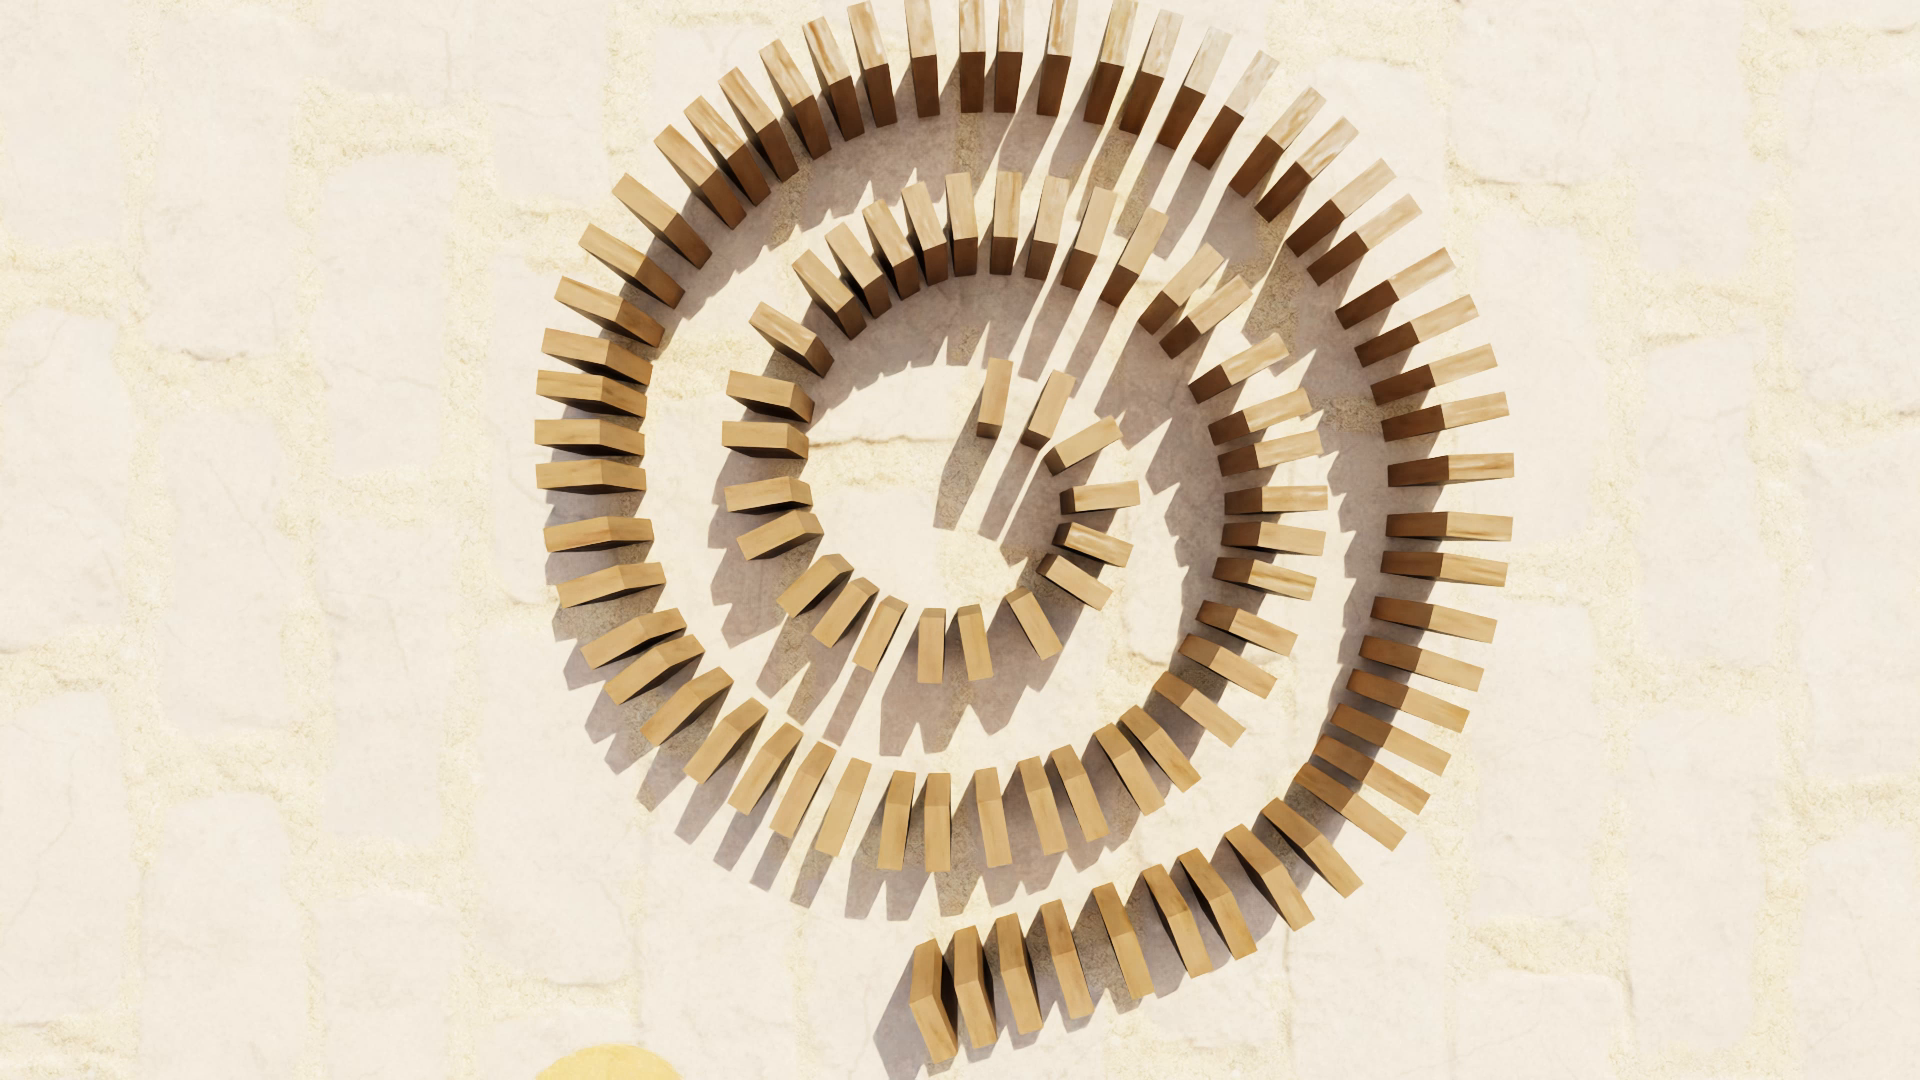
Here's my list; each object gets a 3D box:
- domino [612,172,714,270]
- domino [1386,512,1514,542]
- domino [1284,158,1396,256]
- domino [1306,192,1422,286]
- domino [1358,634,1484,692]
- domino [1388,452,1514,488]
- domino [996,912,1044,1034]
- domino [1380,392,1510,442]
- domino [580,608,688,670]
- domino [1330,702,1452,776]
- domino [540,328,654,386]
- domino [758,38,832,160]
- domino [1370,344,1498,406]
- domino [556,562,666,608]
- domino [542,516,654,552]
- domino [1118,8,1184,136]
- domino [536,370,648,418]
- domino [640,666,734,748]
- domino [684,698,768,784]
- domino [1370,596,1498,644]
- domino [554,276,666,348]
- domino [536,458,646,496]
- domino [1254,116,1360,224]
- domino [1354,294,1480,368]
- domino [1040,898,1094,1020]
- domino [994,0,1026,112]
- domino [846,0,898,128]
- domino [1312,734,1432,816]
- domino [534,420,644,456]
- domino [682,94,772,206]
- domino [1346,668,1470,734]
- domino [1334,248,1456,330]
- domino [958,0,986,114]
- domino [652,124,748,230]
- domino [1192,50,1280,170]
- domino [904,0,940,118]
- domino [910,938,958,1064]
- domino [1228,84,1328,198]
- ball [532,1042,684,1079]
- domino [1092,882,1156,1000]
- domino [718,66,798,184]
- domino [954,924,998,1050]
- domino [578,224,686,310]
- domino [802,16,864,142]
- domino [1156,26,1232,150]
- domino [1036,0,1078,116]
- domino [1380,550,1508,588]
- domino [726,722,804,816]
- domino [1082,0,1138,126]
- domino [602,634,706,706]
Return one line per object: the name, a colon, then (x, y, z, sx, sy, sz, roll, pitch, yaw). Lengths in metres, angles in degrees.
domino: (-0.121, -0.129, 0.375, 0.025, 0.050, 0.009, 38, 90, 0)
domino: (0.199, -0.005, 0.375, 0.025, 0.050, 0.009, 5, 90, 0)
domino: (0.154, -0.135, 0.375, 0.025, 0.050, 0.009, -39, 90, 0)
domino: (0.164, -0.122, 0.375, 0.025, 0.050, 0.009, -35, 90, 0)
domino: (0.187, 0.050, 0.375, 0.025, 0.050, 0.010, 18, 90, 0)
domino: (0.199, -0.028, 0.375, 0.025, 0.050, 0.009, -2, 90, 0)
domino: (0.024, 0.176, 0.375, 0.009, 0.050, 0.025, -17, 90, 0)
domino: (0.197, -0.050, 0.375, 0.025, 0.050, 0.010, -11, 90, 0)
domino: (-0.132, 0.040, 0.375, 0.025, 0.050, 0.009, -29, 90, 0)
domino: (0.175, 0.081, 0.375, 0.025, 0.050, 0.010, 26, 90, 0)
domino: (-0.147, -0.074, 0.375, 0.025, 0.050, 0.010, 11, 90, 0)
domino: (-0.067, -0.179, 0.375, 0.010, 0.050, 0.025, -32, 90, 0)
domino: (0.192, -0.067, 0.375, 0.025, 0.050, 0.010, -18, 90, 0)
domino: (-0.141, 0.018, 0.375, 0.025, 0.050, 0.010, -18, 90, 0)
domino: (-0.146, -0.002, 0.375, 0.025, 0.050, 0.009, -11, 90, 0)
domino: (0.077, -0.190, 0.375, 0.010, 0.050, 0.025, 17, 90, 0)
domino: (-0.149, -0.059, 0.375, 0.025, 0.050, 0.010, 6, 90, 0)
domino: (-0.111, 0.067, 0.375, 0.010, 0.050, 0.025, 45, 90, 0)
domino: (-0.095, 0.081, 0.375, 0.009, 0.050, 0.025, 38, 90, 0)
domino: (0.192, 0.032, 0.375, 0.025, 0.050, 0.009, 14, 90, 0)
domino: (-0.142, -0.092, 0.375, 0.025, 0.050, 0.009, 21, 90, 0)
domino: (-0.149, -0.025, 0.375, 0.025, 0.050, 0.009, -4, 90, 0)
domino: (0.141, -0.150, 0.375, 0.025, 0.050, 0.010, -44, 90, 0)
domino: (0.185, -0.085, 0.375, 0.025, 0.050, 0.010, -24, 90, 0)
domino: (0.043, 0.170, 0.375, 0.009, 0.050, 0.025, -17, 90, 0)
domino: (0.020, -0.199, 0.375, 0.009, 0.050, 0.025, 2, 90, 0)
domino: (-0.035, -0.193, 0.375, 0.010, 0.050, 0.025, -16, 90, 0)
domino: (0.167, 0.095, 0.375, 0.025, 0.050, 0.010, 31, 90, 0)
domino: (-0.150, -0.041, 0.375, 0.025, 0.050, 0.010, 0, 90, 0)
domino: (-0.094, -0.158, 0.375, 0.010, 0.050, 0.025, -42, 90, 0)
domino: (0.182, 0.065, 0.375, 0.025, 0.050, 0.009, 22, 90, 0)
domino: (0.177, -0.102, 0.375, 0.025, 0.050, 0.010, -29, 90, 0)
domino: (0.005, -0.199, 0.375, 0.010, 0.050, 0.025, -2, 90, 0)
domino: (-0.105, -0.147, 0.375, 0.025, 0.050, 0.009, 44, 90, 0)
domino: (0.112, -0.174, 0.375, 0.010, 0.050, 0.025, 33, 90, 0)
domino: (-0.015, -0.197, 0.375, 0.009, 0.050, 0.025, -8, 90, 0)
domino: (-0.010, 0.187, 0.375, 0.009, 0.050, 0.025, -23, 90, 0)
domino: (0.129, -0.162, 0.375, 0.010, 0.050, 0.025, 41, 90, 0)
ball: (-0.143, 0.243, 0.360, 0.080, 0.080, 0.080, 0, 90, 0)
domino: (0.066, 0.162, 0.375, 0.009, 0.050, 0.025, -19, 90, 0)
domino: (-0.081, -0.168, 0.375, 0.009, 0.050, 0.025, -38, 90, 0)
domino: (0.006, 0.181, 0.375, 0.009, 0.050, 0.025, -18, 90, 0)
domino: (-0.133, -0.111, 0.375, 0.025, 0.050, 0.009, 30, 90, 0)
domino: (-0.051, -0.187, 0.375, 0.009, 0.050, 0.025, -25, 90, 0)
domino: (0.095, -0.183, 0.375, 0.009, 0.050, 0.025, 24, 90, 0)
domino: (0.040, -0.198, 0.375, 0.009, 0.050, 0.025, 7, 90, 0)
domino: (0.196, 0.011, 0.375, 0.025, 0.050, 0.009, 9, 90, 0)
domino: (-0.079, 0.092, 0.375, 0.009, 0.050, 0.025, 32, 90, 0)
domino: (0.061, -0.194, 0.375, 0.009, 0.050, 0.025, 12, 90, 0)
domino: (-0.124, 0.052, 0.375, 0.025, 0.050, 0.009, -37, 90, 0)
